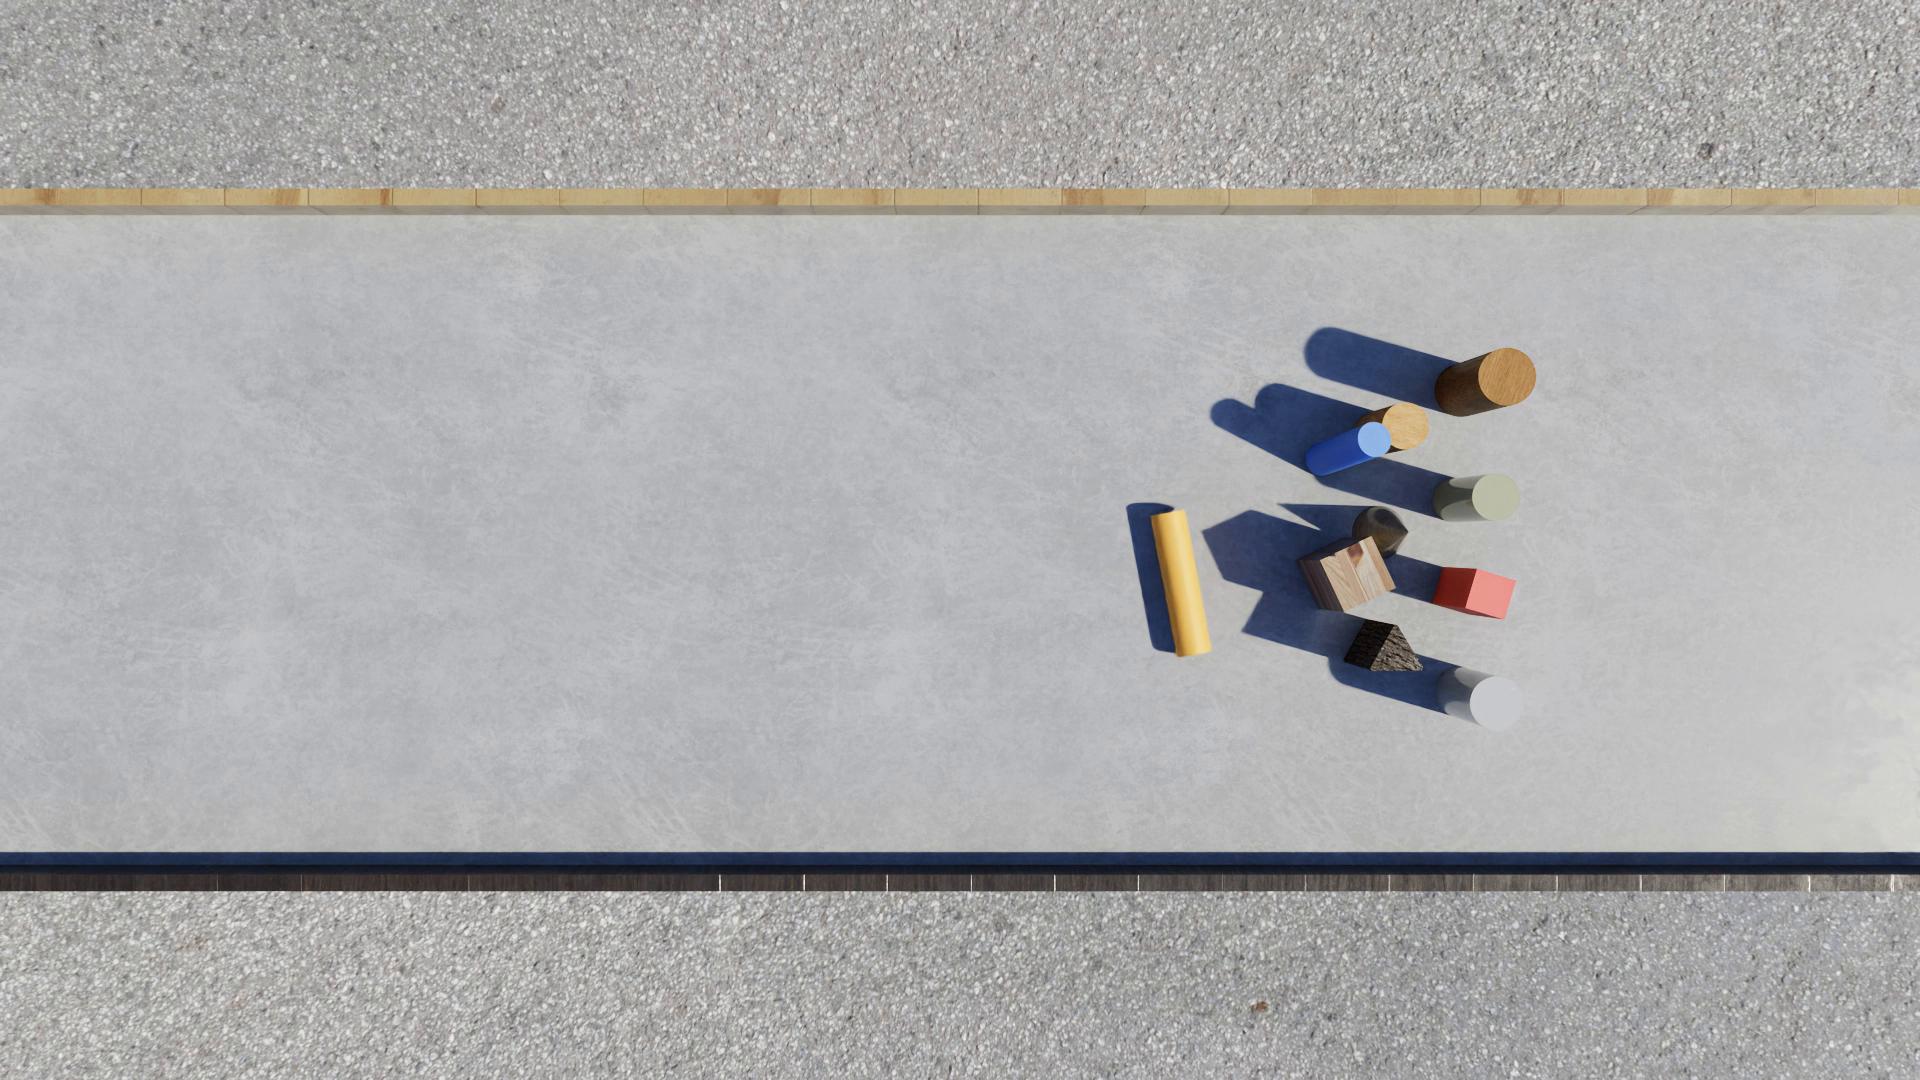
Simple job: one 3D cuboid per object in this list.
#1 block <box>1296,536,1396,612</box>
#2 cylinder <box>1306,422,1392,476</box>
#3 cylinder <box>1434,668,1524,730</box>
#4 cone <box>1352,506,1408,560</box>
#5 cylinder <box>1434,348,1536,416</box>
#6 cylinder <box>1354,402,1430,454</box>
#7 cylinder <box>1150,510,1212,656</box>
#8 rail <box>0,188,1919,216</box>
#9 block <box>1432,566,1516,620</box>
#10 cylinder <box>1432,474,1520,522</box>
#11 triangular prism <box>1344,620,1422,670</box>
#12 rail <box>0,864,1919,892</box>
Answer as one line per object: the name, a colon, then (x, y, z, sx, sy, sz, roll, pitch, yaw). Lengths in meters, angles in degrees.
block: (1.145, 0.100, 4.917, 0.165, 0.314, 0.165, -25, 90, -2)
cylinder: (1.145, -0.267, 4.882, 0.101, 0.375, 0.101, 1, 84, -11)
cylinder: (1.539, 0.468, 4.901, 0.155, 0.351, 0.155, 0, 90, 0)
cone: (1.289, -0.022, 4.907, 0.165, 0.339, 0.165, 0, 90, 0)
cylinder: (1.542, -0.460, 4.862, 0.164, 0.429, 0.164, 0, 90, 0)
cylinder: (1.279, -0.327, 4.911, 0.136, 0.328, 0.136, 0, 90, -1)
cylinder: (0.674, 0.131, 5.022, 0.109, 0.109, 0.436, -11, 90, 0)
rail: (-2.247, -1.025, 5.002, 12.000, 0.150, 0.050, 0, 90, 0)
block: (1.526, 0.156, 4.908, 0.117, 0.336, 0.117, 17, 90, 0)
cylinder: (1.521, -0.122, 4.877, 0.136, 0.399, 0.136, 0, 90, 0)
triangular prism: (1.255, 0.308, 4.910, 0.149, 0.334, 0.129, -1, 90, 0)
rail: (-2.247, 1.025, 5.001, 12.000, 0.150, 0.050, 0, 90, 0)
